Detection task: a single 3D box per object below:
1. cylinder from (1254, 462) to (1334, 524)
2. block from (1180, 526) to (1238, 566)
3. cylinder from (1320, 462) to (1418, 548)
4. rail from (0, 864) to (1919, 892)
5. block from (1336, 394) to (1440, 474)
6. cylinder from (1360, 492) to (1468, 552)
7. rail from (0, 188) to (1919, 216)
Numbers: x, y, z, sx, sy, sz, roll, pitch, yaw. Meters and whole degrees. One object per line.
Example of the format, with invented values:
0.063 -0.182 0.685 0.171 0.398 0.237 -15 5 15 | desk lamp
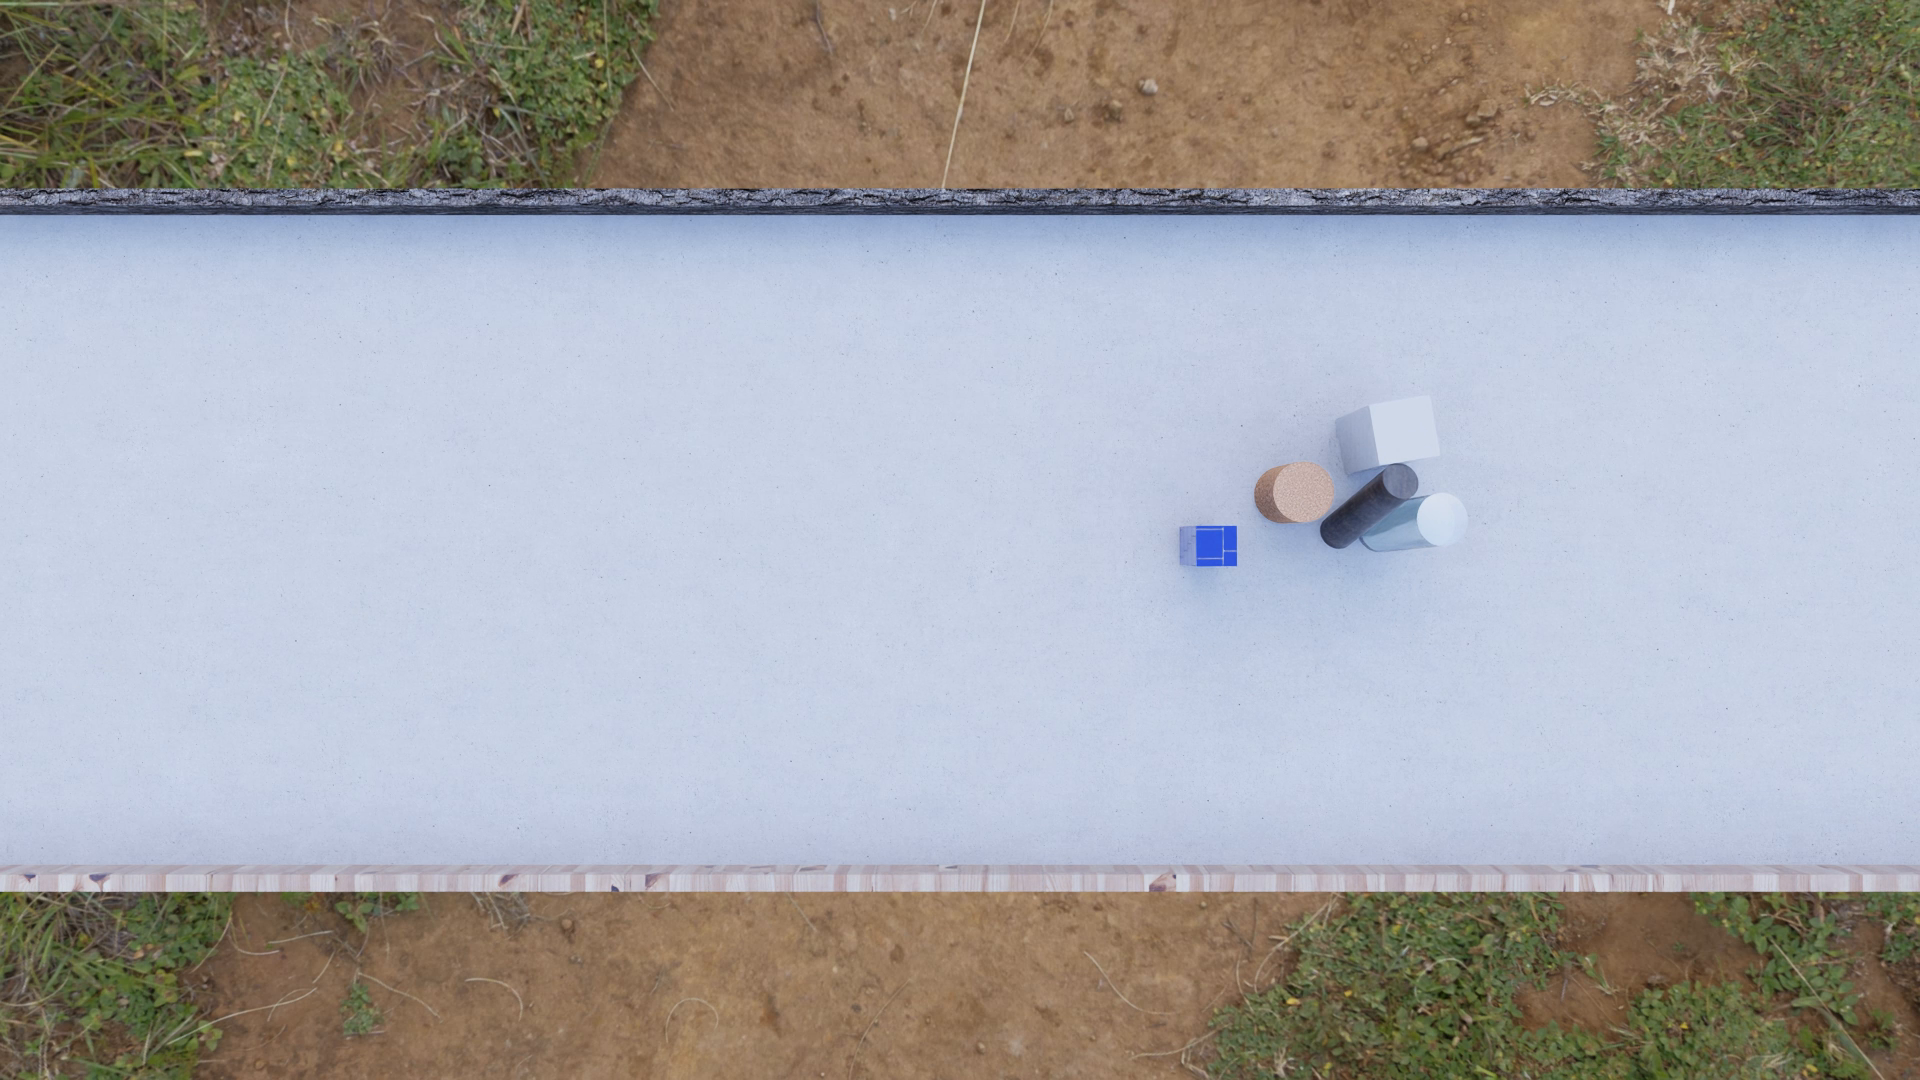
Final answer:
0.994 -0.139 4.922 0.177 0.309 0.177 0 90 0 | cylinder
0.734 0.017 4.898 0.117 0.358 0.117 0 90 0 | block
1.198 -0.095 4.849 0.108 0.446 0.108 4 71 -10 | cylinder
-2.247 1.025 5.001 12.000 0.150 0.050 0 90 0 | rail
1.254 -0.305 4.862 0.174 0.425 0.174 -10 89 0 | block
1.322 -0.047 4.847 0.151 0.442 0.151 0 87 -8 | cylinder
-2.247 -1.025 5.002 12.000 0.150 0.050 0 90 0 | rail
